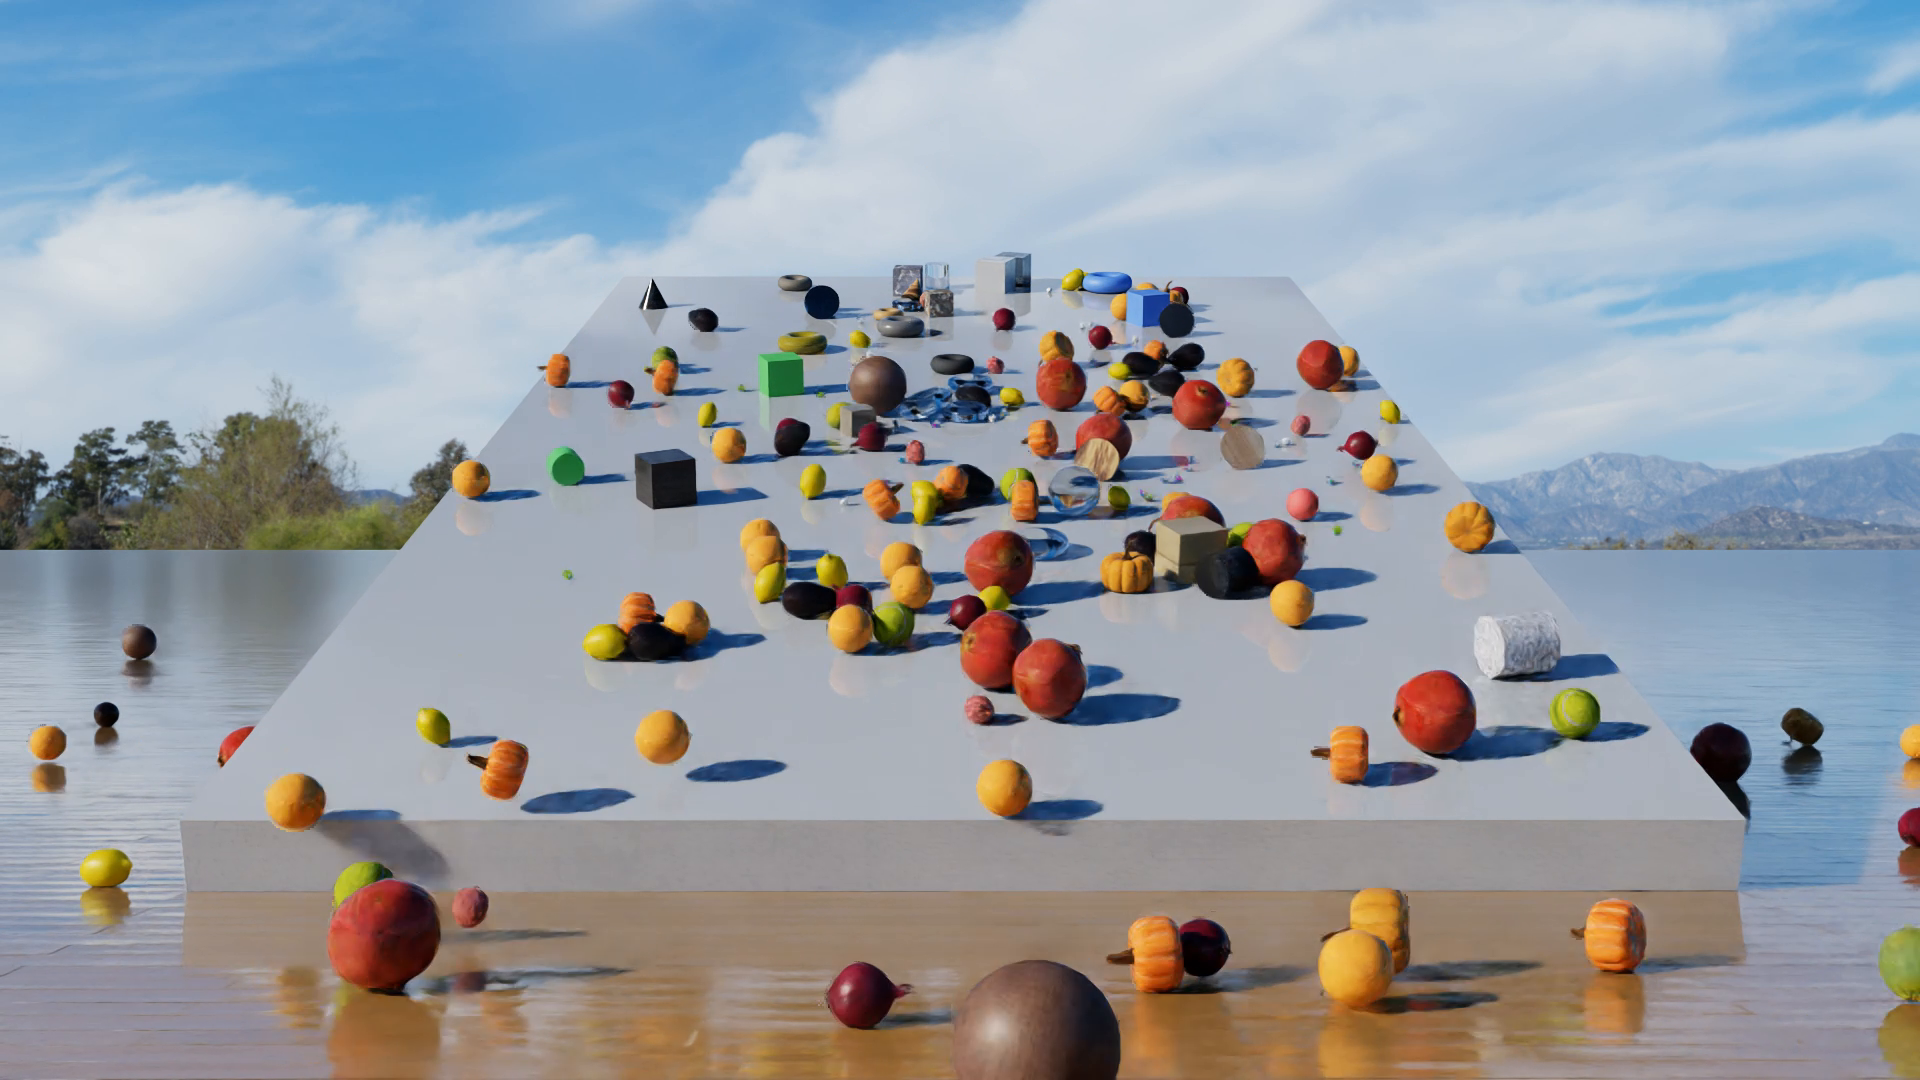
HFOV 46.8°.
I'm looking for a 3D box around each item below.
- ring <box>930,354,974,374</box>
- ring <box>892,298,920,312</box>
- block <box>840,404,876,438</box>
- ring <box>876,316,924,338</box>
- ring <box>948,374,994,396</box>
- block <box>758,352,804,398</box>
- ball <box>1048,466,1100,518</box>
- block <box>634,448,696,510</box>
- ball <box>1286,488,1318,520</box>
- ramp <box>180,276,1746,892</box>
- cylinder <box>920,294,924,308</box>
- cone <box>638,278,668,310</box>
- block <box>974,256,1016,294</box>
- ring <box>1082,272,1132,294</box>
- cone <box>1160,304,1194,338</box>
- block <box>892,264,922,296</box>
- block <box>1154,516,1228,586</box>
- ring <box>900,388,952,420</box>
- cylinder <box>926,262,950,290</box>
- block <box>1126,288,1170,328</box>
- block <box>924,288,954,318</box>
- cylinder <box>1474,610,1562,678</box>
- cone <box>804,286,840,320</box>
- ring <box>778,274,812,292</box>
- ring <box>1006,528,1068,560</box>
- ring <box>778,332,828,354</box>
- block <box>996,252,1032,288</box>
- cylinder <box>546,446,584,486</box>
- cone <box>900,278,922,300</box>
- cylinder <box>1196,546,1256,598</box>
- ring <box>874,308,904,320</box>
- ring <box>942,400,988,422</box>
[{"bbox_3d":[-0.018,-0.427,5.384,0.108,0.036,0.108,1,16,0],"label":"ring"},{"bbox_3d":[-0.149,-0.652,6.148,0.082,0.027,0.082,0,18,0],"label":"ring"},{"bbox_3d":[-0.220,-0.258,4.780,0.058,0.058,0.058,-9,19,-29],"label":"block"},{"bbox_3d":[-0.156,-0.560,5.818,0.126,0.042,0.126,0,16,0],"label":"ring"},{"bbox_3d":[0.024,-0.363,5.172,0.108,0.036,0.108,1,17,0],"label":"ring"},{"bbox_3d":[-0.416,-0.385,5.156,0.084,0.084,0.084,-6,18,-19],"label":"block"},{"bbox_3d":[0.215,-0.092,4.159,0.097,0.097,0.097,0,0,0],"label":"ball"},{"bbox_3d":[-0.565,-0.118,4.256,0.089,0.089,0.089,-9,19,-27],"label":"block"},{"bbox_3d":[0.640,-0.068,4.145,0.060,0.060,0.060,0,0,0],"label":"ball"},{"bbox_3d":[-0.003,-0.169,4.760,2.000,0.100,4.000,0,17,0],"label":"ramp"},{"bbox_3d":[-0.082,-0.657,6.124,0.052,0.052,0.052,0,16,-11],"label":"cylinder"},{"bbox_3d":[-0.856,-0.690,6.176,0.083,0.083,0.083,0,17,0],"label":"cone"},{"bbox_3d":[0.102,-0.768,6.424,0.092,0.092,0.092,6,18,20],"label":"block"},{"bbox_3d":[0.427,-0.747,6.432,0.145,0.048,0.145,0,16,0],"label":"ring"},{"bbox_3d":[0.565,-0.564,5.832,0.093,0.093,0.093,0,-10,-2],"label":"cone"},{"bbox_3d":[-0.149,-0.744,6.366,0.078,0.078,0.078,2,17,5],"label":"block"},{"bbox_3d":[0.396,0.018,3.805,0.090,0.090,0.090,-6,18,-20],"label":"block"},{"bbox_3d":[-0.077,-0.303,4.916,0.124,0.041,0.124,-19,16,6],"label":"ring"},{"bbox_3d":[-0.066,-0.770,6.465,0.071,0.071,0.071,0,17,0],"label":"cylinder"},{"bbox_3d":[0.506,-0.624,5.959,0.084,0.084,0.084,-8,19,-25],"label":"block"},{"bbox_3d":[-0.057,-0.648,6.067,0.066,0.066,0.066,-4,17,-13],"label":"block"},{"bbox_3d":[0.838,0.156,3.338,0.094,0.094,0.094,-5,1,-16],"label":"cylinder"},{"bbox_3d":[-0.375,-0.638,6.072,0.096,0.096,0.096,0,-10,0],"label":"cone"},{"bbox_3d":[-0.480,-0.748,6.456,0.101,0.034,0.101,3,20,-1],"label":"ring"},{"bbox_3d":[0.138,0.006,3.937,0.112,0.037,0.112,-1,17,0],"label":"ring"},{"bbox_3d":[-0.399,-0.500,5.614,0.128,0.043,0.128,-1,16,0],"label":"ring"},{"bbox_3d":[0.155,-0.796,6.526,0.087,0.087,0.087,5,18,17],"label":"block"},{"bbox_3d":[-0.781,-0.147,4.395,0.065,0.065,0.065,0,16,-19],"label":"cylinder"},{"bbox_3d":[-0.124,-0.702,6.191,0.070,0.070,0.070,11,-18,3],"label":"cone"},{"bbox_3d":[0.445,0.054,3.716,0.073,0.073,0.073,-16,11,-42],"label":"cylinder"},{"bbox_3d":[-0.194,-0.611,6.011,0.084,0.028,0.084,1,16,0],"label":"ring"},{"bbox_3d":[0.011,-0.285,4.912,0.104,0.035,0.104,0,15,0],"label":"ring"}]
